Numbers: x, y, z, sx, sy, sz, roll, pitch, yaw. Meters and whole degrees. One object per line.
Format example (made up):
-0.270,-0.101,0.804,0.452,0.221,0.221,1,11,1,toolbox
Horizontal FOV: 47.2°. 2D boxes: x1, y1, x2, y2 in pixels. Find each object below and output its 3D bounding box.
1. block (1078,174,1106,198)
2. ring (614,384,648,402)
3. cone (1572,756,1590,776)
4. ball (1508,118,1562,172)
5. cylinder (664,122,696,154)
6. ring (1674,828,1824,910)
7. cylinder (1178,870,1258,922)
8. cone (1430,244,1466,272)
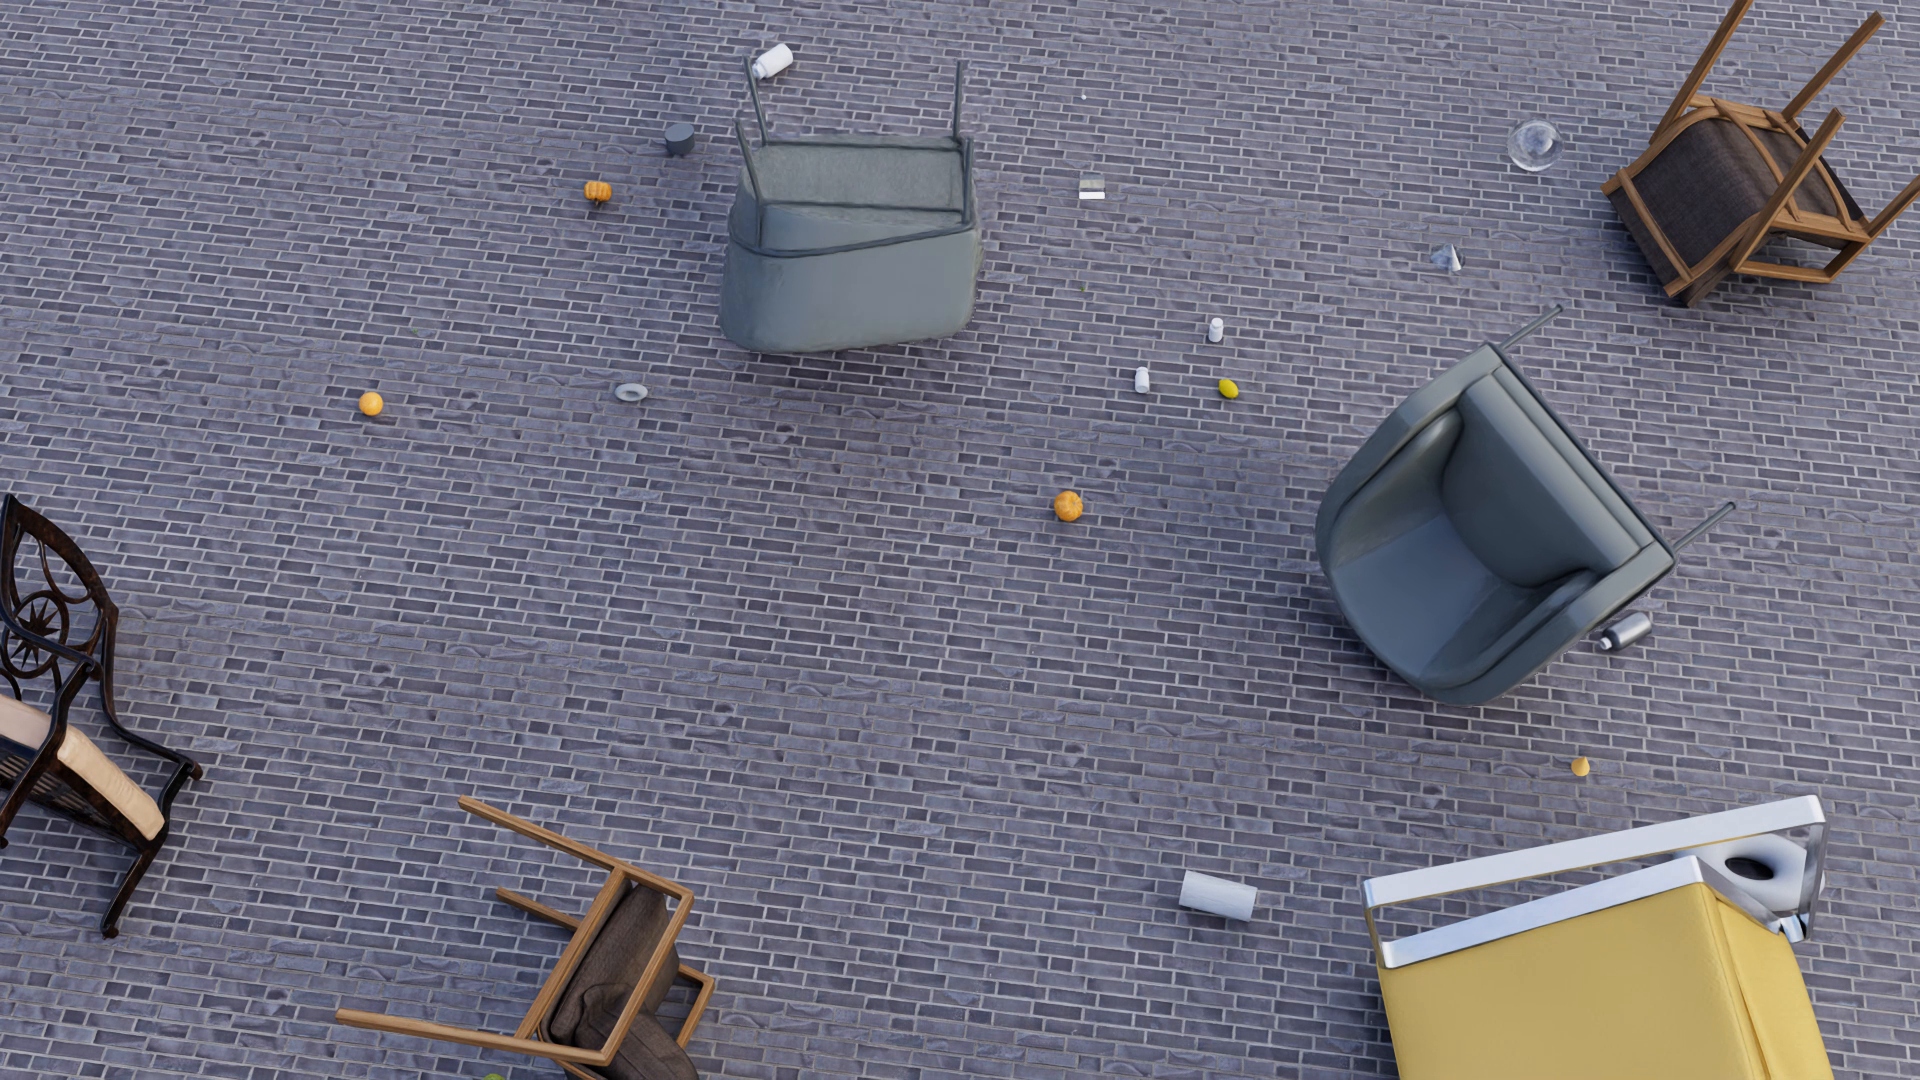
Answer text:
0.440,-1.179,7.333,0.084,0.053,0.059,-1,56,-1,block
-1.024,-0.460,6.850,0.107,0.057,0.034,-1,39,12,ring
1.734,0.618,6.122,0.051,0.062,0.057,19,58,12,cone
1.924,-1.323,7.355,0.177,0.177,0.177,0,56,0,ball
-0.947,-1.359,7.447,0.103,0.063,0.080,-27,60,-17,cylinder
2.123,0.885,5.918,0.399,0.105,0.226,9,58,5,ring
0.688,0.949,5.863,0.192,0.123,0.091,13,65,9,cylinder
1.597,-0.943,7.167,0.116,0.066,0.120,-20,59,-13,cone
